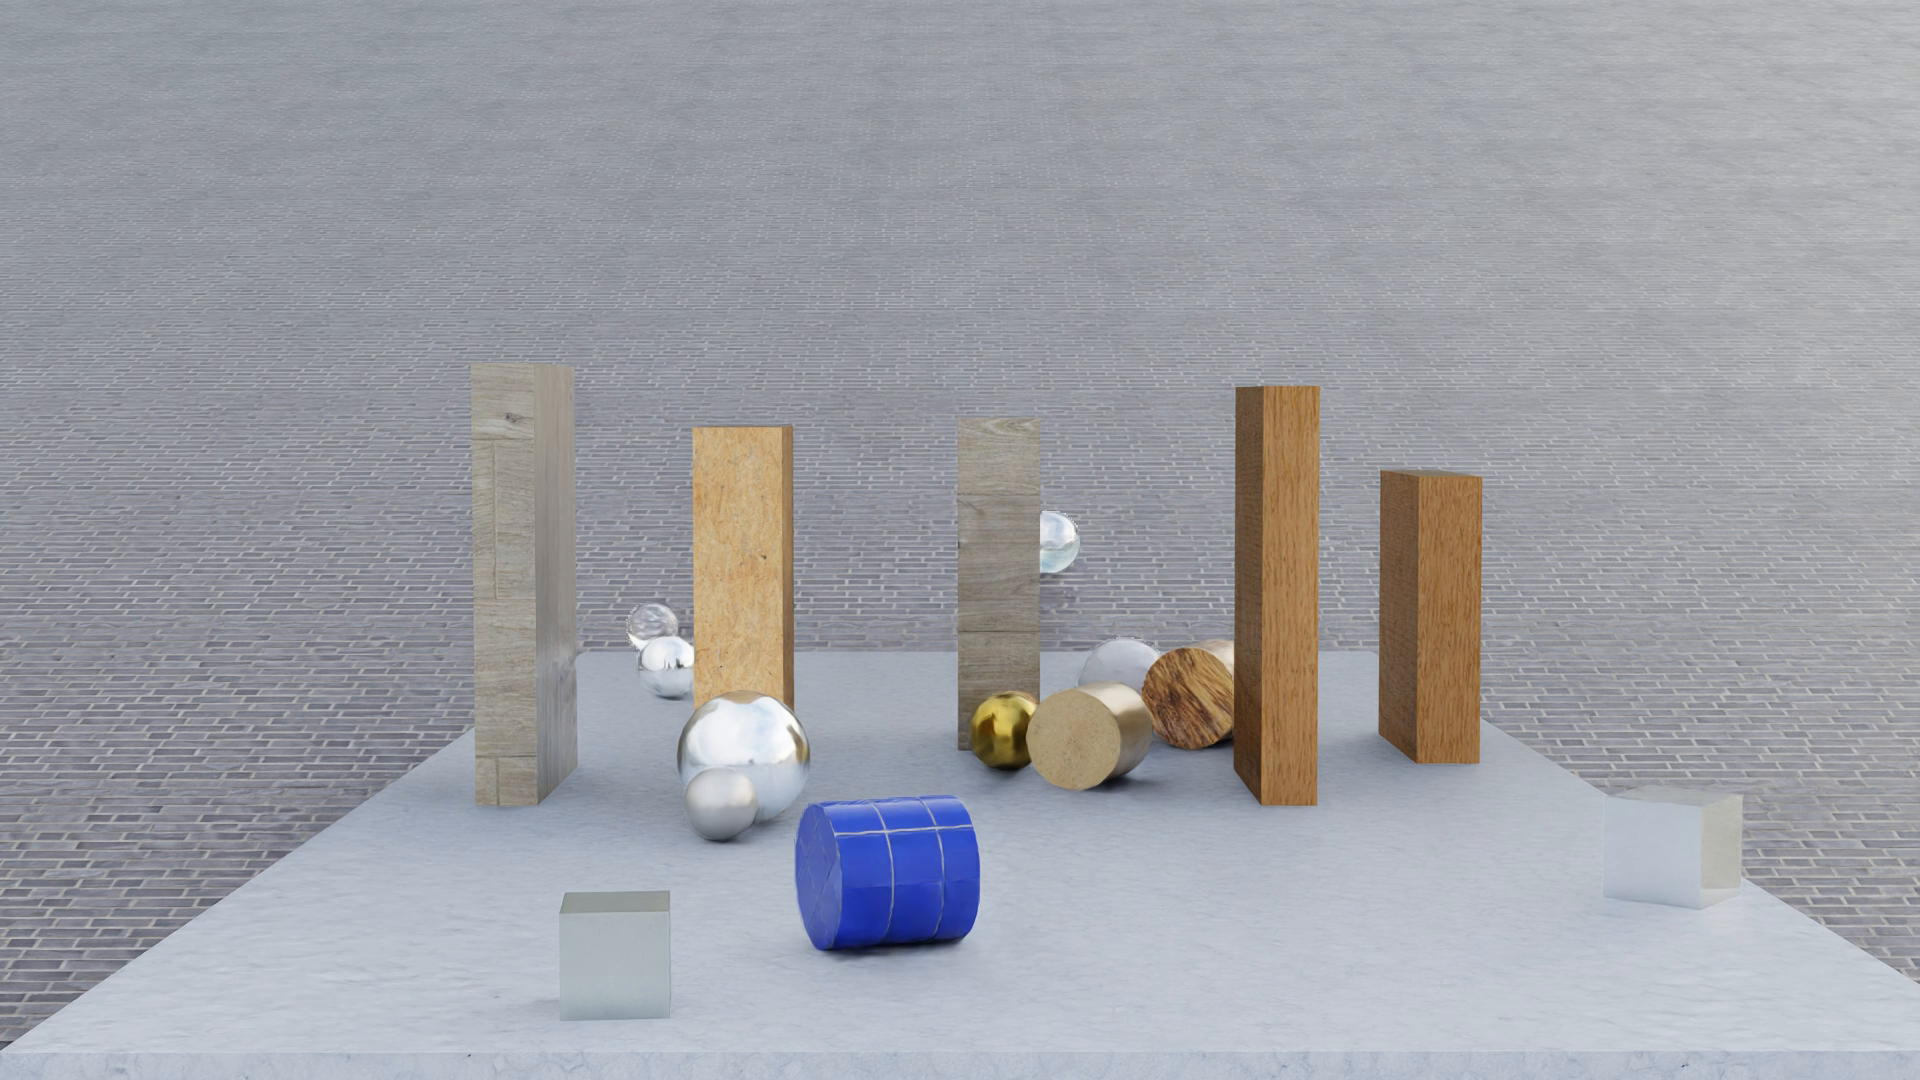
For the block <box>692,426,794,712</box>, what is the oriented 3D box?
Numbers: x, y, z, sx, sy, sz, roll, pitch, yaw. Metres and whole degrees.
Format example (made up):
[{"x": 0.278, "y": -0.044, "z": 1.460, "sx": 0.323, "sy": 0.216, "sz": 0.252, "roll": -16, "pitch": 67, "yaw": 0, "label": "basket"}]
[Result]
[{"x": -0.343, "y": 0.118, "z": 4.112, "sx": 0.137, "sy": 0.598, "sz": 0.276, "roll": 0, "pitch": 3, "yaw": 0, "label": "block"}]

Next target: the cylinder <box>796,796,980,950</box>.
[{"x": -0.086, "y": 0.391, "z": 3.024, "sx": 0.170, "sy": 0.170, "sz": 0.170, "roll": -1, "pitch": 20, "yaw": -21, "label": "cylinder"}]

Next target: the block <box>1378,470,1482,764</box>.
[{"x": 0.859, "y": 0.130, "z": 4.715, "sx": 0.111, "sy": 0.505, "sz": 0.409, "roll": 0, "pitch": 3, "yaw": 0, "label": "block"}]

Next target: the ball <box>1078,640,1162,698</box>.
[{"x": 0.317, "y": 0.281, "z": 4.941, "sx": 0.180, "sy": 0.180, "sz": 0.180, "roll": 0, "pitch": 21, "yaw": 0, "label": "ball"}]

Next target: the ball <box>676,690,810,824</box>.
[{"x": -0.327, "y": 0.328, "z": 3.884, "sx": 0.203, "sy": 0.203, "sz": 0.203, "roll": 0, "pitch": 21, "yaw": 0, "label": "ball"}]

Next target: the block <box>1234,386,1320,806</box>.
[{"x": 0.519, "y": 0.078, "z": 4.243, "sx": 0.088, "sy": 0.661, "sz": 0.403, "roll": 0, "pitch": 3, "yaw": 0, "label": "block"}]

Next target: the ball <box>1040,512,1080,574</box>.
[{"x": 0.252, "y": 0.008, "z": 7.266, "sx": 0.173, "sy": 0.173, "sz": 0.173, "roll": 0, "pitch": 21, "yaw": 0, "label": "ball"}]

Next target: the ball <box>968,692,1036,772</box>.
[{"x": 0.081, "y": 0.331, "z": 4.435, "sx": 0.135, "sy": 0.135, "sz": 0.135, "roll": 0, "pitch": 21, "yaw": 0, "label": "ball"}]

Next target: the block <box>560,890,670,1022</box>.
[{"x": -0.363, "y": 0.438, "z": 2.714, "sx": 0.112, "sy": 0.112, "sz": 0.112, "roll": 0, "pitch": 3, "yaw": -6, "label": "block"}]

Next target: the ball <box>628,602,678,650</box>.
[{"x": -0.775, "y": 0.223, "z": 6.489, "sx": 0.127, "sy": 0.127, "sz": 0.127, "roll": 0, "pitch": 21, "yaw": 0, "label": "ball"}]

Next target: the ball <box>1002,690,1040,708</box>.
[{"x": 0.098, "y": 0.330, "z": 4.626, "sx": 0.117, "sy": 0.117, "sz": 0.117, "roll": 0, "pitch": 21, "yaw": 0, "label": "ball"}]

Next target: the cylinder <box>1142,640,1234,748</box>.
[{"x": 0.460, "y": 0.286, "z": 4.793, "sx": 0.186, "sy": 0.186, "sz": 0.186, "roll": 10, "pitch": 7, "yaw": 24, "label": "cylinder"}]

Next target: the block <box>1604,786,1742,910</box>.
[{"x": 0.920, "y": 0.395, "z": 3.317, "sx": 0.130, "sy": 0.130, "sz": 0.130, "roll": 3, "pitch": 4, "yaw": 39, "label": "block"}]

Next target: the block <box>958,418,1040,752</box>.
[{"x": 0.070, "y": 0.075, "z": 4.806, "sx": 0.149, "sy": 0.606, "sz": 0.270, "roll": 0, "pitch": 3, "yaw": 0, "label": "block"}]

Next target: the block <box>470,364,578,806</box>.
[{"x": -0.717, "y": 0.060, "z": 4.256, "sx": 0.098, "sy": 0.698, "sz": 0.431, "roll": 0, "pitch": 3, "yaw": 0, "label": "block"}]

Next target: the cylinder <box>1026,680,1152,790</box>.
[{"x": 0.218, "y": 0.324, "z": 4.290, "sx": 0.165, "sy": 0.165, "sz": 0.165, "roll": 9, "pitch": 6, "yaw": 22, "label": "cylinder"}]

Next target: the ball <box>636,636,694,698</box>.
[{"x": -0.627, "y": 0.272, "z": 5.526, "sx": 0.134, "sy": 0.134, "sz": 0.134, "roll": 0, "pitch": 21, "yaw": 0, "label": "ball"}]

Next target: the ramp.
[{"x": 0.049, "y": 0.444, "z": 4.532, "sx": 2.000, "sy": 0.100, "sz": 4.000, "roll": 0, "pitch": 3, "yaw": 0, "label": "ramp"}]

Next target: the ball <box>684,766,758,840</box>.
[{"x": -0.348, "y": 0.383, "z": 3.740, "sx": 0.108, "sy": 0.108, "sz": 0.108, "roll": 0, "pitch": 21, "yaw": 0, "label": "ball"}]
